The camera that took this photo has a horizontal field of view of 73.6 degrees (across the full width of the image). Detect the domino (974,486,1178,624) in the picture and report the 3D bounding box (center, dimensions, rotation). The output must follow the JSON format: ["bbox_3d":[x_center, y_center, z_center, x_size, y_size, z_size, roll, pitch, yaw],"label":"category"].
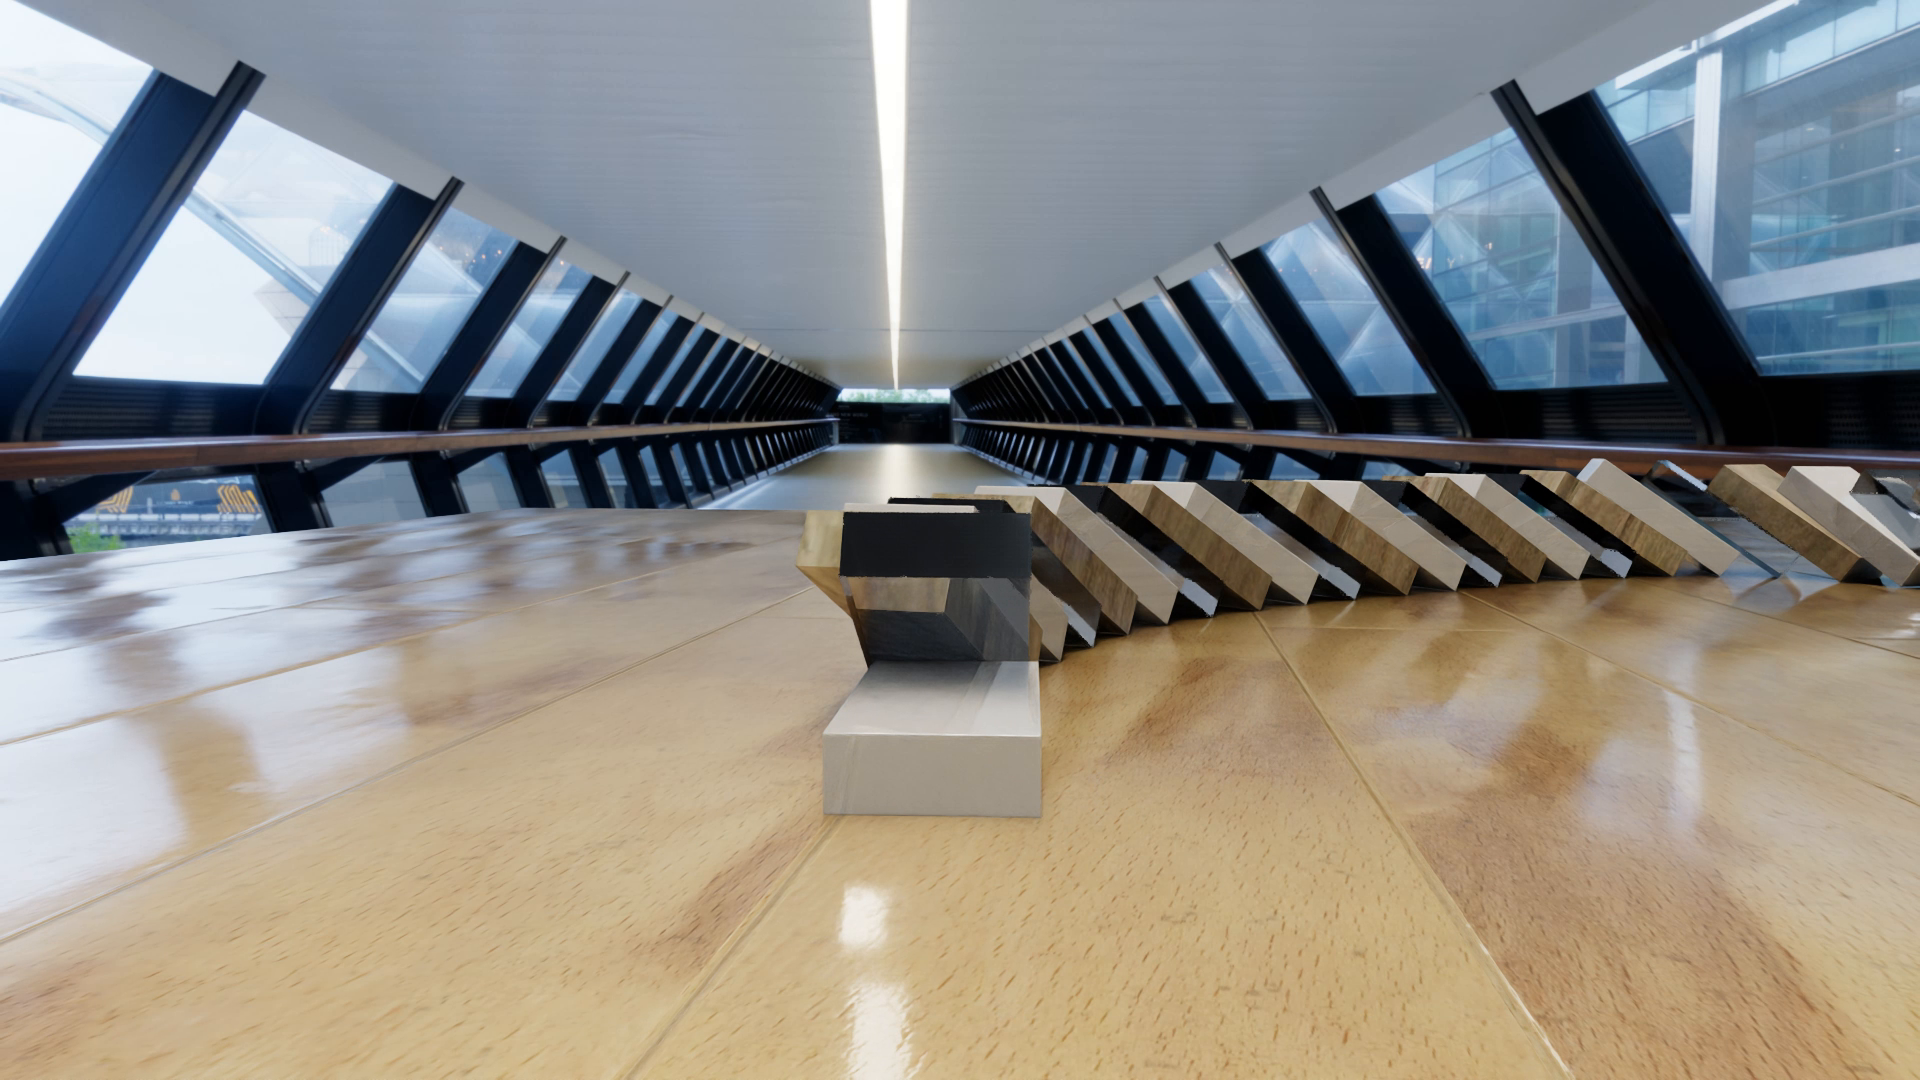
[{"bbox_3d":[0.026,0.004,0.294,0.025,0.010,0.050,4,-24,43],"label":"domino"}]

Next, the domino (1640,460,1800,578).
[{"bbox_3d":[0.251,-0.008,0.424,0.050,0.010,0.025,43,26,25],"label":"domino"}]

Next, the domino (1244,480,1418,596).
[{"bbox_3d":[0.102,-0.001,0.359,0.050,0.010,0.025,31,-12,-28],"label":"domino"}]

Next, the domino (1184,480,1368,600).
[{"bbox_3d":[0.084,0.000,0.349,0.050,0.009,0.025,31,-12,-29],"label":"domino"}]

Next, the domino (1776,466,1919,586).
[{"bbox_3d":[0.285,-0.005,0.399,0.025,0.009,0.050,-1,37,-18],"label":"domino"}]

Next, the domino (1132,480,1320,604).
[{"bbox_3d":[0.068,0.001,0.339,0.050,0.009,0.025,32,-13,-29],"label":"domino"}]

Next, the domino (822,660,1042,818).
[{"bbox_3d":[-0.002,0.025,0.171,0.025,0.010,0.050,0,4,3],"label":"domino"}]

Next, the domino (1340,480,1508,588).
[{"bbox_3d":[0.136,-0.002,0.381,0.050,0.010,0.025,30,-11,-28],"label":"domino"}]

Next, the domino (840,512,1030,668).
[{"bbox_3d":[-0.002,0.011,0.192,0.025,0.010,0.050,0,-25,3],"label":"domino"}]

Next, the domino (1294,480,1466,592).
[{"bbox_3d":[0.120,-0.001,0.370,0.050,0.010,0.025,30,-11,-28],"label":"domino"}]

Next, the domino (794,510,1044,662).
[{"bbox_3d":[-0.005,0.010,0.217,0.025,0.009,0.050,2,-24,21],"label":"domino"}]

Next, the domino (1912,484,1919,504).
[{"bbox_3d":[0.297,-0.002,0.361,0.025,0.010,0.050,1,36,3],"label":"domino"}]

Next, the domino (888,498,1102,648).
[{"bbox_3d":[0.007,0.007,0.257,0.025,0.010,0.050,2,-24,30],"label":"domino"}]

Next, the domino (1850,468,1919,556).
[{"bbox_3d":[0.293,-0.003,0.381,0.025,0.010,0.050,0,36,-5],"label":"domino"}]

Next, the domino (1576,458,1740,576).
[{"bbox_3d":[0.231,-0.008,0.427,0.050,0.010,0.025,39,14,11],"label":"domino"}]

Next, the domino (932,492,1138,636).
[{"bbox_3d":[0.016,0.006,0.276,0.025,0.009,0.050,3,-23,35],"label":"domino"}]

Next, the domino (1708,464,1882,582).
[{"bbox_3d":[0.272,-0.006,0.415,0.025,0.009,0.050,-2,38,-31],"label":"domino"}]

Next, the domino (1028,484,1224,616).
[{"bbox_3d":[0.039,0.003,0.310,0.025,0.009,0.050,4,-24,48],"label":"domino"}]

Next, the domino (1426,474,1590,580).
[{"bbox_3d":[0.170,-0.004,0.403,0.050,0.009,0.025,31,-8,-21],"label":"domino"}]

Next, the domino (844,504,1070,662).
[{"bbox_3d":[0.000,0.009,0.237,0.025,0.009,0.050,2,-24,26],"label":"domino"}]

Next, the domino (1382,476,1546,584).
[{"bbox_3d":[0.153,-0.003,0.393,0.050,0.010,0.025,31,-10,-26],"label":"domino"}]

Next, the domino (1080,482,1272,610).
[{"bbox_3d":[0.054,0.002,0.324,0.050,0.009,0.025,33,-16,-34],"label":"domino"}]

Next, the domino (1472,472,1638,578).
[{"bbox_3d":[0.189,-0.005,0.412,0.050,0.010,0.025,30,-5,-17],"label":"domino"}]

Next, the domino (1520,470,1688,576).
[{"bbox_3d":[0.208,-0.006,0.420,0.050,0.010,0.025,31,0,-9],"label":"domino"}]
